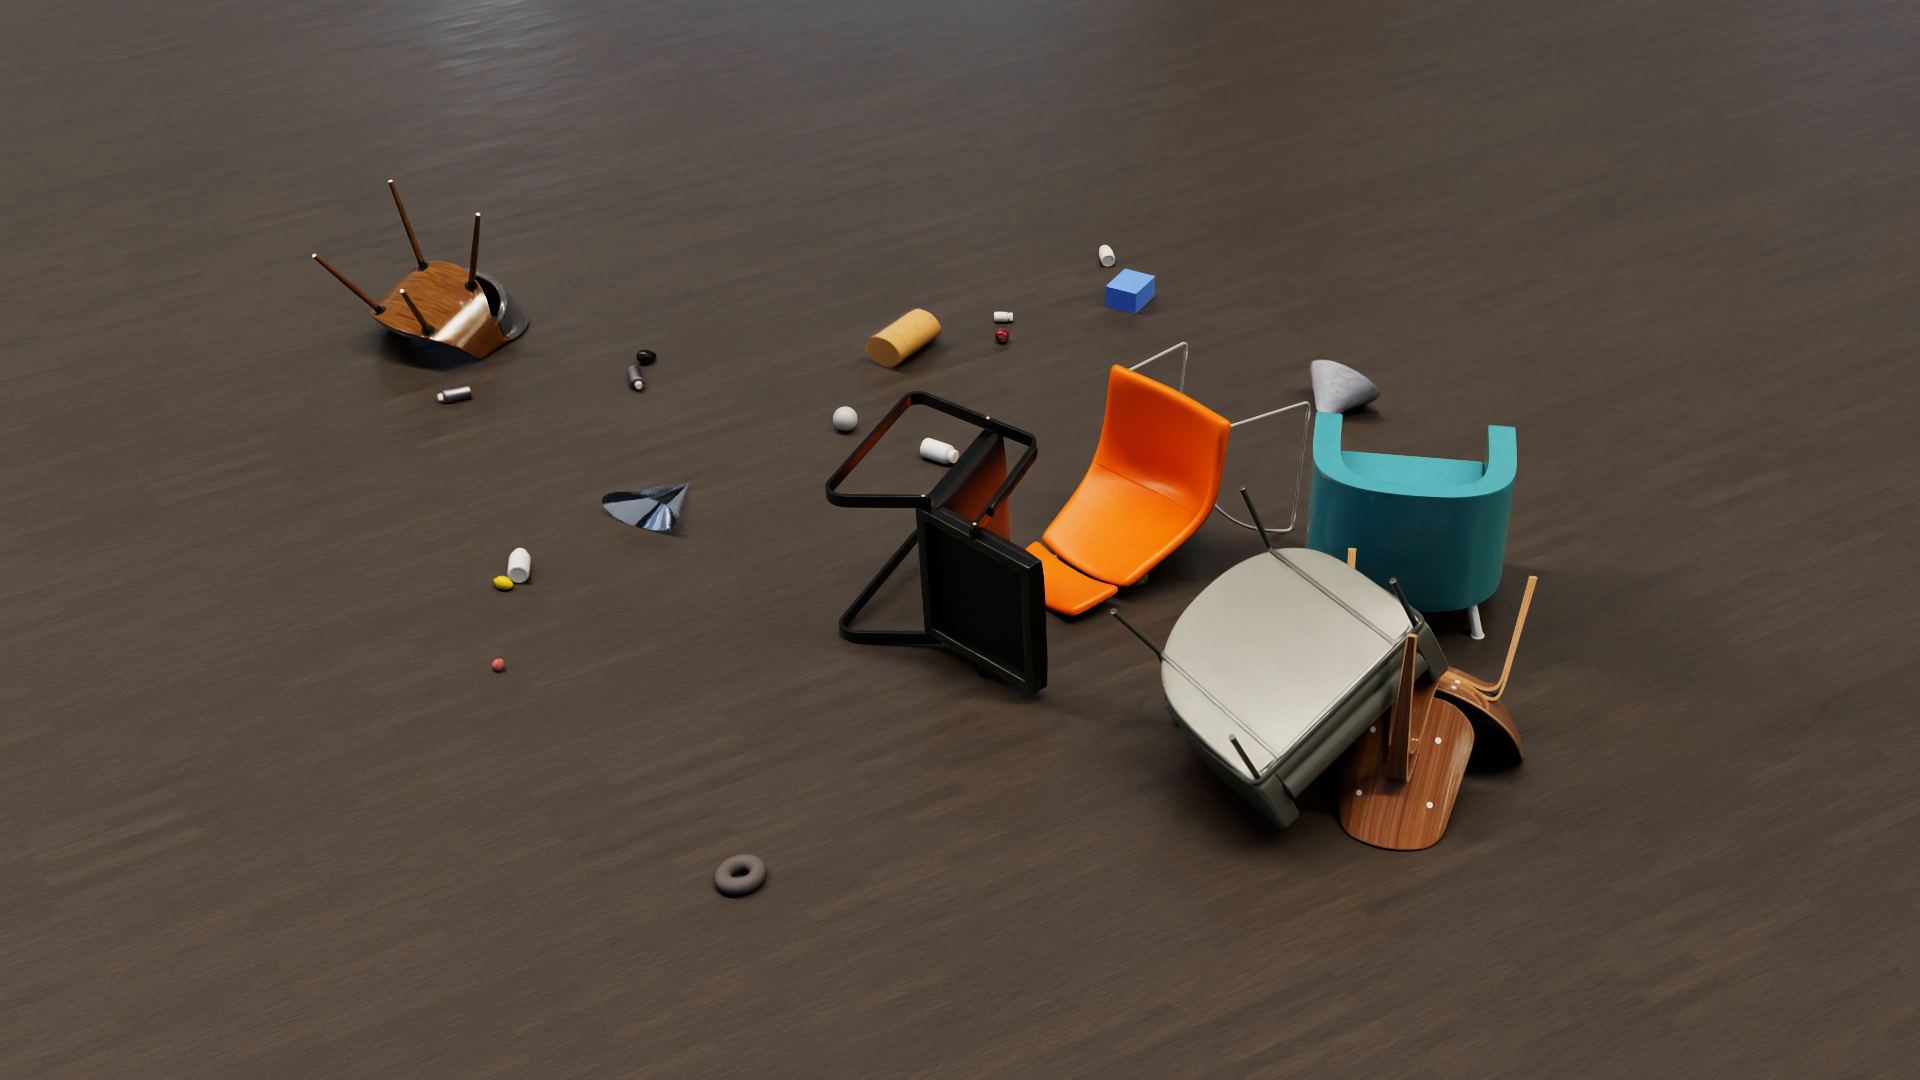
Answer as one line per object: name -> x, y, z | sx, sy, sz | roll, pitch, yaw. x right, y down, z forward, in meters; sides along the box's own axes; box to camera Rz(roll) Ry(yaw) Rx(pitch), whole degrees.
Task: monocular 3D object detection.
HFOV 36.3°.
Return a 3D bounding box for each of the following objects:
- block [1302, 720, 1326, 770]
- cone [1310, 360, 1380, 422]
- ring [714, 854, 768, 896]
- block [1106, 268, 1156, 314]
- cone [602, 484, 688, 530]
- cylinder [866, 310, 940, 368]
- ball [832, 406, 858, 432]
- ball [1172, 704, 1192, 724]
block -> 1.188, 0.684, 9.821 | 0.068, 0.094, 0.148 | 2, 33, 4
cone -> 1.481, -0.554, 11.689 | 0.331, 0.244, 0.212 | 20, 68, 39
ring -> -0.695, 1.060, 9.287 | 0.155, 0.055, 0.184 | 23, 41, 33
block -> 0.723, -1.058, 12.462 | 0.143, 0.096, 0.181 | 17, 37, 24
cone -> -1.122, -0.164, 11.133 | 0.333, 0.134, 0.347 | 15, 25, 24
cylinder -> -0.233, -0.832, 12.086 | 0.173, 0.133, 0.290 | 20, 38, 29
ball -> -0.453, -0.478, 11.581 | 0.099, 0.099, 0.099 | 0, 33, 0
ball -> 0.759, 0.591, 9.986 | 0.067, 0.067, 0.067 | 0, 33, 0
